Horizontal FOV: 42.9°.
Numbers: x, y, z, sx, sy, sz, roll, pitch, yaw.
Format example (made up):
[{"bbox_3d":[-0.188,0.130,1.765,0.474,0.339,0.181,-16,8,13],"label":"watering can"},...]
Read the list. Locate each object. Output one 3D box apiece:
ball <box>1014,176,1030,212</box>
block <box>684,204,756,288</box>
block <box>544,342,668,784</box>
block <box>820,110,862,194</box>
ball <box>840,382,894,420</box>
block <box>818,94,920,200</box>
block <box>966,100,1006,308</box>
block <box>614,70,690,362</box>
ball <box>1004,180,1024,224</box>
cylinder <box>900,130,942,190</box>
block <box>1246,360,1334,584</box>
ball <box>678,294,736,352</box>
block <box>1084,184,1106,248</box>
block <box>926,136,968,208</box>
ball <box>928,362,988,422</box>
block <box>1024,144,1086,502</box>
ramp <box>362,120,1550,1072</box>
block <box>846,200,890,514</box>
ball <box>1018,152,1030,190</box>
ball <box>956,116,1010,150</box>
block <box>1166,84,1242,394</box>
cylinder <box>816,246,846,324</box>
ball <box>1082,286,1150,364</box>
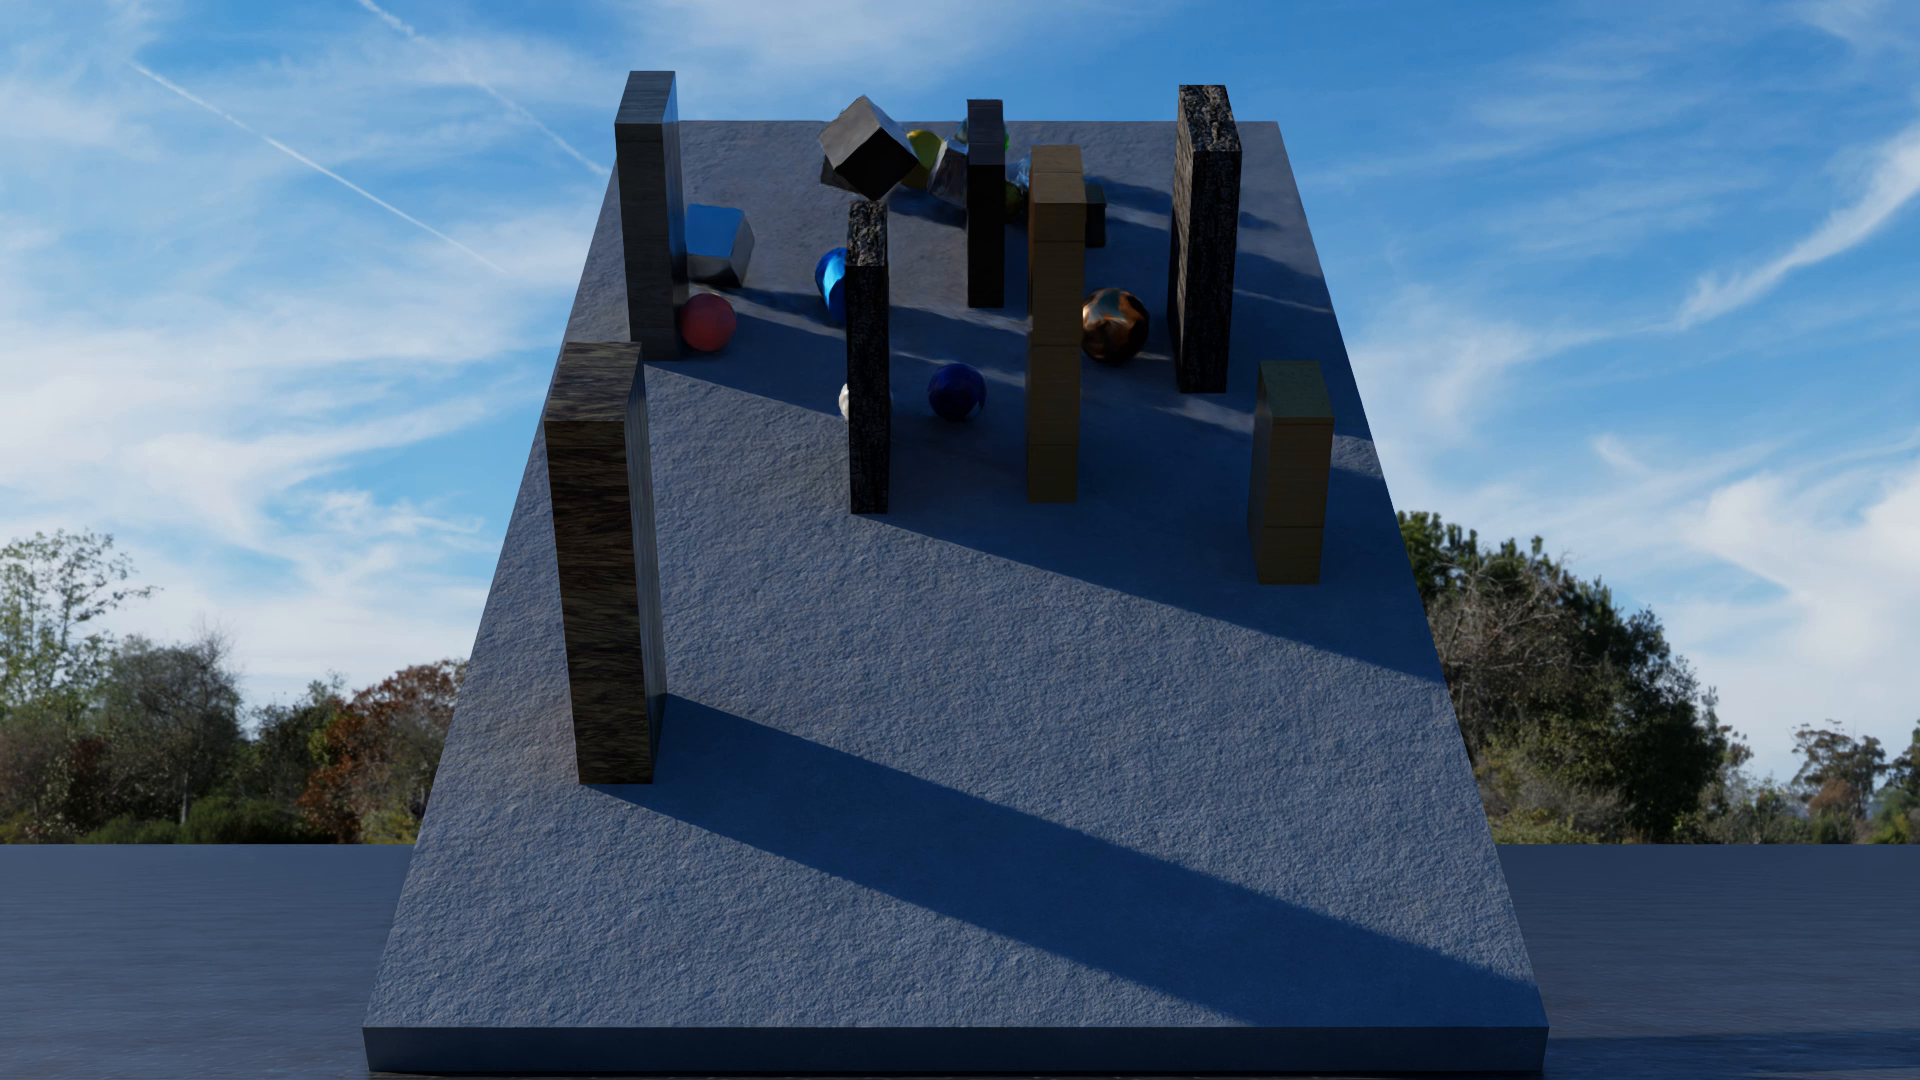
[{"bbox_3d":[0.213,-0.987,6.903,0.132,0.132,0.132,0,-7,0],"label":"ball"},{"bbox_3d":[-0.650,-0.783,6.494,0.151,0.151,0.151,8,-23,12],"label":"block"},{"bbox_3d":[-0.658,0.050,4.597,0.139,0.795,0.302,0,32,0],"label":"block"},{"bbox_3d":[-0.295,-1.111,7.022,0.160,0.160,0.160,16,35,-1],"label":"block"},{"bbox_3d":[-0.223,-0.331,5.839,0.130,0.130,0.130,0,-7,0],"label":"ball"},{"bbox_3d":[-0.244,-1.049,6.545,0.169,0.169,0.169,-40,-46,15],"label":"block"},{"bbox_3d":[0.067,-0.897,6.498,0.094,0.405,0.441,0,32,0],"label":"block"},{"bbox_3d":[-0.769,-0.813,6.136,0.113,0.638,0.345,0,32,0],"label":"block"},{"bbox_3d":[0.115,-0.941,6.803,0.123,0.123,0.123,0,-7,0],"label":"ball"},{"bbox_3d":[-0.115,-1.096,7.047,0.120,0.120,0.120,13,-30,7],"label":"cylinder"},{"bbox_3d":[0.711,-0.147,5.286,0.129,0.413,0.257,0,32,0],"label":"block"},{"bbox_3d":[-0.639,-0.551,6.179,0.147,0.147,0.147,0,-7,0],"label":"ball"},{"bbox_3d":[0.329,-0.898,6.759,0.130,0.130,0.130,-2,33,-3],"label":"block"},{"bbox_3d":[0.000,-1.031,6.885,0.142,0.142,0.142,20,20,-10],"label":"block"},{"bbox_3d":[-0.006,-0.354,5.870,0.144,0.144,0.144,0,-7,0],"label":"ball"},{"bbox_3d":[0.211,-0.483,5.512,0.110,0.742,0.313,0,32,0],"label":"block"},{"bbox_3d":[-0.015,-0.192,5.840,2.000,0.100,4.000,0,32,0],"label":"ramp"},{"bbox_3d":[-0.206,-0.411,5.512,0.083,0.617,0.340,0,32,0],"label":"block"},{"bbox_3d":[0.219,-1.025,6.785,0.115,0.115,0.115,0,-7,0],"label":"ball"},{"bbox_3d":[0.066,-1.179,7.185,0.159,0.159,0.159,0,-7,0],"label":"ball"},{"bbox_3d":[0.599,-0.744,6.033,0.114,0.639,0.420,0,32,0],"label":"block"},{"bbox_3d":[-0.285,-0.660,6.351,0.155,0.155,0.155,2,30,-19],"label":"cylinder"},{"bbox_3d":[0.379,-0.537,6.122,0.192,0.192,0.192,0,-7,0],"label":"ball"}]
